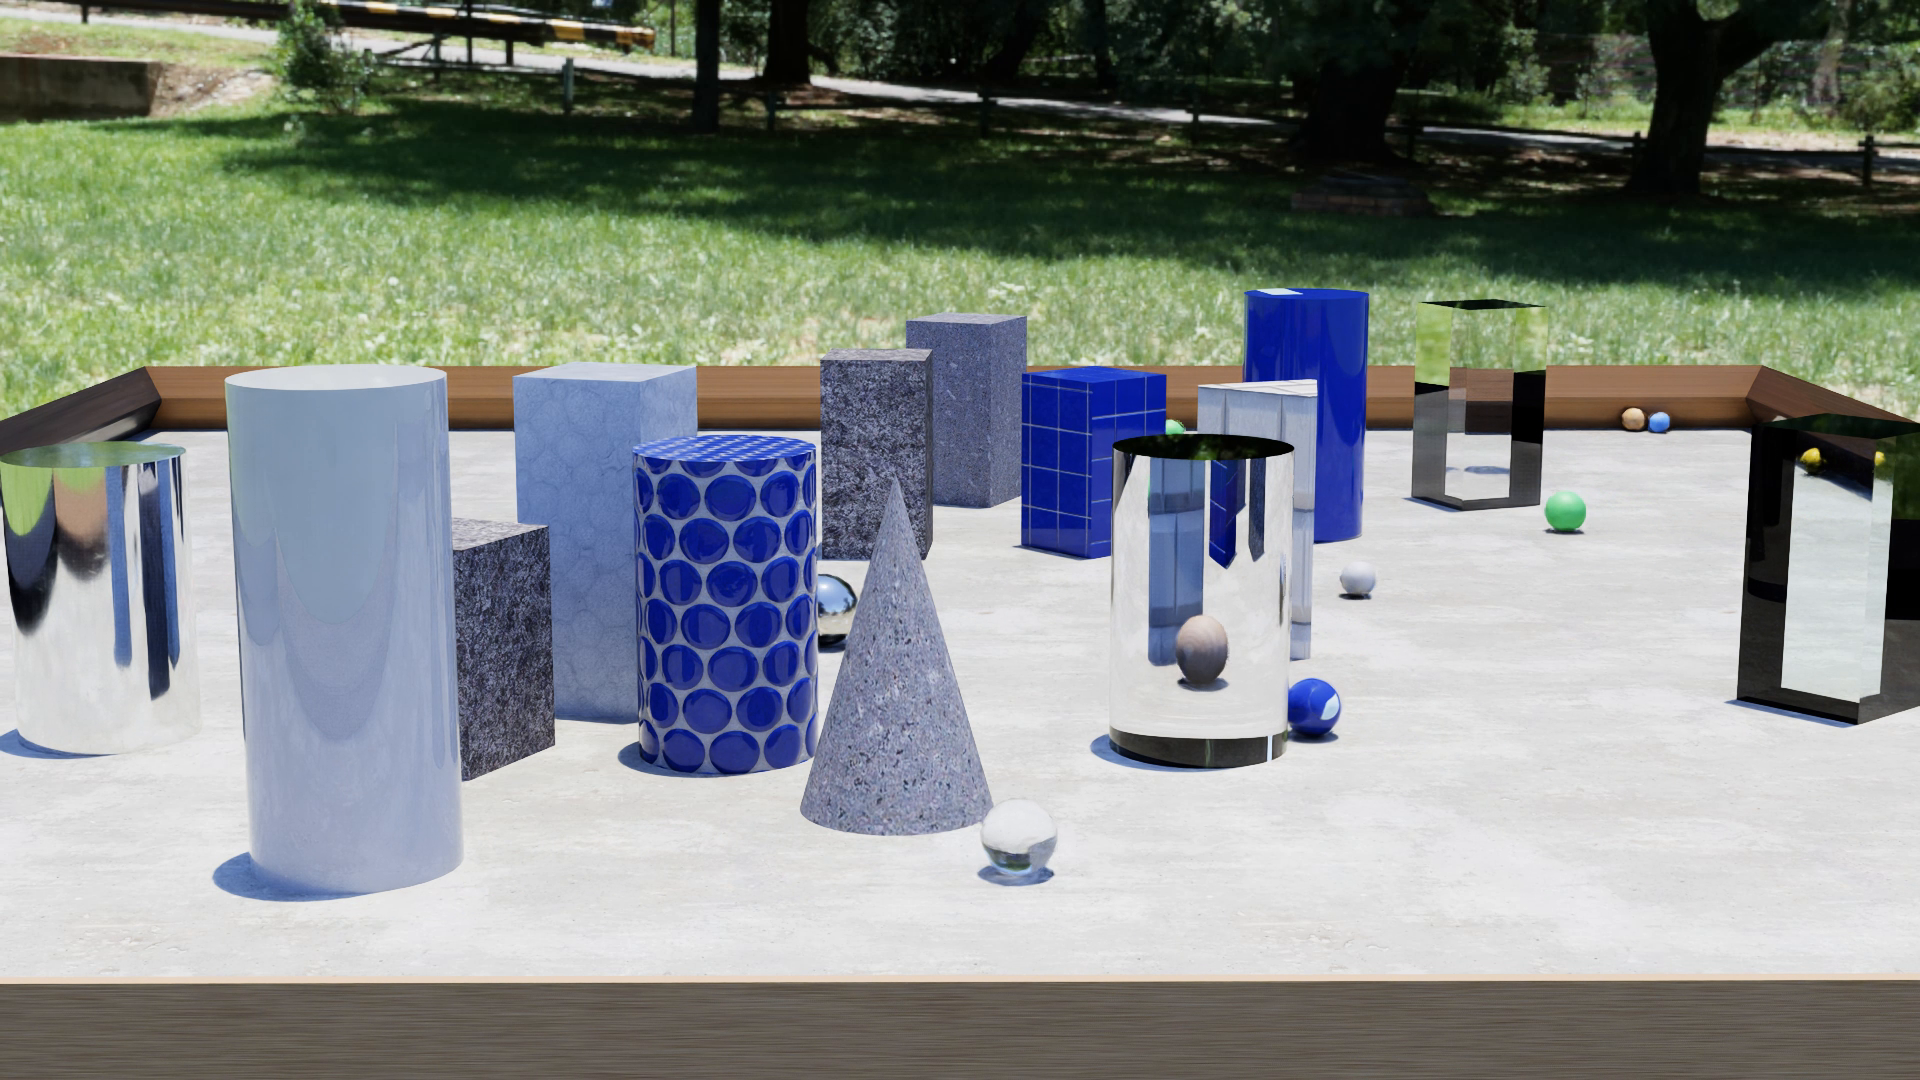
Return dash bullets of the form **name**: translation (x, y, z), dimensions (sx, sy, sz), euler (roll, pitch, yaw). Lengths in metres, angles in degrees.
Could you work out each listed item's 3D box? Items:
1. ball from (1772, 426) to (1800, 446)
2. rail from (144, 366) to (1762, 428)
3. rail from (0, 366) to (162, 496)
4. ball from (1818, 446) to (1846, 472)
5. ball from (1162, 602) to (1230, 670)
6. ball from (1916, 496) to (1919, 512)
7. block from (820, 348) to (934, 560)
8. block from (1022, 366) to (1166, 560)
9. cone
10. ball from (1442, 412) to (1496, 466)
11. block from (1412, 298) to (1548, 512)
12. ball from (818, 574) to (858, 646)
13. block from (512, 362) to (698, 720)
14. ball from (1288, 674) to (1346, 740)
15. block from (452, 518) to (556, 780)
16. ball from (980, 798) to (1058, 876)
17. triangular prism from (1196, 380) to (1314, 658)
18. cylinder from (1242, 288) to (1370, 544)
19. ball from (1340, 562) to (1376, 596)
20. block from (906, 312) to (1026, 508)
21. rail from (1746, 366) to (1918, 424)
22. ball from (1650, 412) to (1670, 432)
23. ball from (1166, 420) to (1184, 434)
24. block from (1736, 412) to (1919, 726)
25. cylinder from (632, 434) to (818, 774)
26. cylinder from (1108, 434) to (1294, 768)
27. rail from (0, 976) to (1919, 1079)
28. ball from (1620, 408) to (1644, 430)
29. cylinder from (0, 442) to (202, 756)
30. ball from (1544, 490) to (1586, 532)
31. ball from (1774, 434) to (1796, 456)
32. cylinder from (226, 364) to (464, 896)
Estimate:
- **ball**: translation (1.570, -0.193, 4.875), dimensions (0.050, 0.050, 0.050), euler (0, 11, 0)
- **rail**: translation (-0.010, -0.285, 5.154), dimensions (3.261, 0.125, 0.045), euler (0, 11, 0)
- **rail**: translation (-1.607, 0.034, 3.440), dimensions (0.045, 0.125, 3.515), euler (0, 11, 0)
- **ball**: translation (1.574, -0.147, 4.631), dimensions (0.047, 0.047, 0.047), euler (0, 11, 0)
- **ball**: translation (0.286, 0.117, 3.113), dimensions (0.083, 0.083, 0.083), euler (0, 11, 0)
- **ball**: translation (1.572, -0.058, 4.140), dimensions (0.053, 0.053, 0.053), euler (0, 11, 0)
- **block**: translation (-0.123, -0.131, 3.862), dimensions (0.154, 0.298, 0.154), euler (1, 11, 4)
- **block**: translation (0.202, -0.121, 3.897), dimensions (0.154, 0.264, 0.154), euler (-9, 14, -40)
- **cone**: translation (-0.062, 0.100, 2.514), dimensions (0.193, 0.336, 0.193), euler (0, 11, 0)
- **ball**: translation (0.934, -0.185, 4.701), dimensions (0.096, 0.096, 0.096), euler (0, 11, 0)
- **block**: translation (0.868, -0.229, 4.293), dimensions (0.154, 0.331, 0.154), euler (-4, 11, -22)
- **ball**: translation (-0.173, 0.088, 3.243), dimensions (0.092, 0.092, 0.092), euler (0, 11, 0)
- **block**: translation (-0.400, -0.003, 2.937), dimensions (0.154, 0.383, 0.154), euler (3, 11, 18)
- **ball**: translation (0.385, 0.183, 2.809), dimensions (0.073, 0.073, 0.073), euler (0, 11, 0)
- **block**: translation (-0.540, 0.110, 2.718), dimensions (0.154, 0.241, 0.154), euler (5, 12, 25)
- **ball**: translation (0.053, 0.269, 2.329), dimensions (0.070, 0.070, 0.070), euler (0, 11, 0)
- **triangular prism**: translation (0.408, -0.033, 3.253), dimensions (0.167, 0.328, 0.145), euler (8, 13, 37)
- **cylinder**: translation (0.536, -0.197, 4.001), dimensions (0.193, 0.375, 0.193), euler (0, 11, 0)
- **ball**: translation (0.551, 0.054, 3.546), dimensions (0.049, 0.049, 0.049), euler (0, 11, 0)
- **block**: translation (0.011, -0.222, 4.328), dimensions (0.154, 0.306, 0.154), euler (5, 11, 24)
- **rail**: translation (1.607, 0.031, 3.458), dimensions (0.045, 0.125, 3.515), euler (0, 11, 0)
- **ball**: translation (1.396, -0.234, 5.118), dimensions (0.041, 0.041, 0.041), euler (0, 11, 0)
- **ball**: translation (0.402, -0.202, 4.912), dimensions (0.054, 0.054, 0.054), euler (0, 11, 0)
- **block**: translation (1.009, 0.029, 2.937), dimensions (0.154, 0.322, 0.154), euler (-9, 14, -40)
- **cylinder**: translation (-0.248, 0.064, 2.726), dimensions (0.193, 0.328, 0.193), euler (0, 11, 0)
- **cylinder**: translation (0.257, 0.061, 2.747), dimensions (0.193, 0.326, 0.193), euler (0, 11, 0)
- **rail**: translation (0.010, 0.349, 1.745), dimensions (3.261, 0.125, 0.045), euler (0, 11, 0)
- **ball**: translation (1.349, -0.242, 5.145), dimensions (0.046, 0.046, 0.046), euler (0, 11, 0)
- **cylinder**: translation (-0.935, 0.060, 2.799), dimensions (0.193, 0.310, 0.193), euler (0, 11, 0)
- **ball**: translation (0.953, -0.045, 4.038), dimensions (0.065, 0.065, 0.065), euler (0, 11, 0)
- **ball**: translation (1.554, -0.180, 4.828), dimensions (0.040, 0.040, 0.040), euler (0, 11, 0)
- **cylinder**: translation (-0.556, 0.076, 2.329), dimensions (0.193, 0.451, 0.193), euler (0, 11, 0)
